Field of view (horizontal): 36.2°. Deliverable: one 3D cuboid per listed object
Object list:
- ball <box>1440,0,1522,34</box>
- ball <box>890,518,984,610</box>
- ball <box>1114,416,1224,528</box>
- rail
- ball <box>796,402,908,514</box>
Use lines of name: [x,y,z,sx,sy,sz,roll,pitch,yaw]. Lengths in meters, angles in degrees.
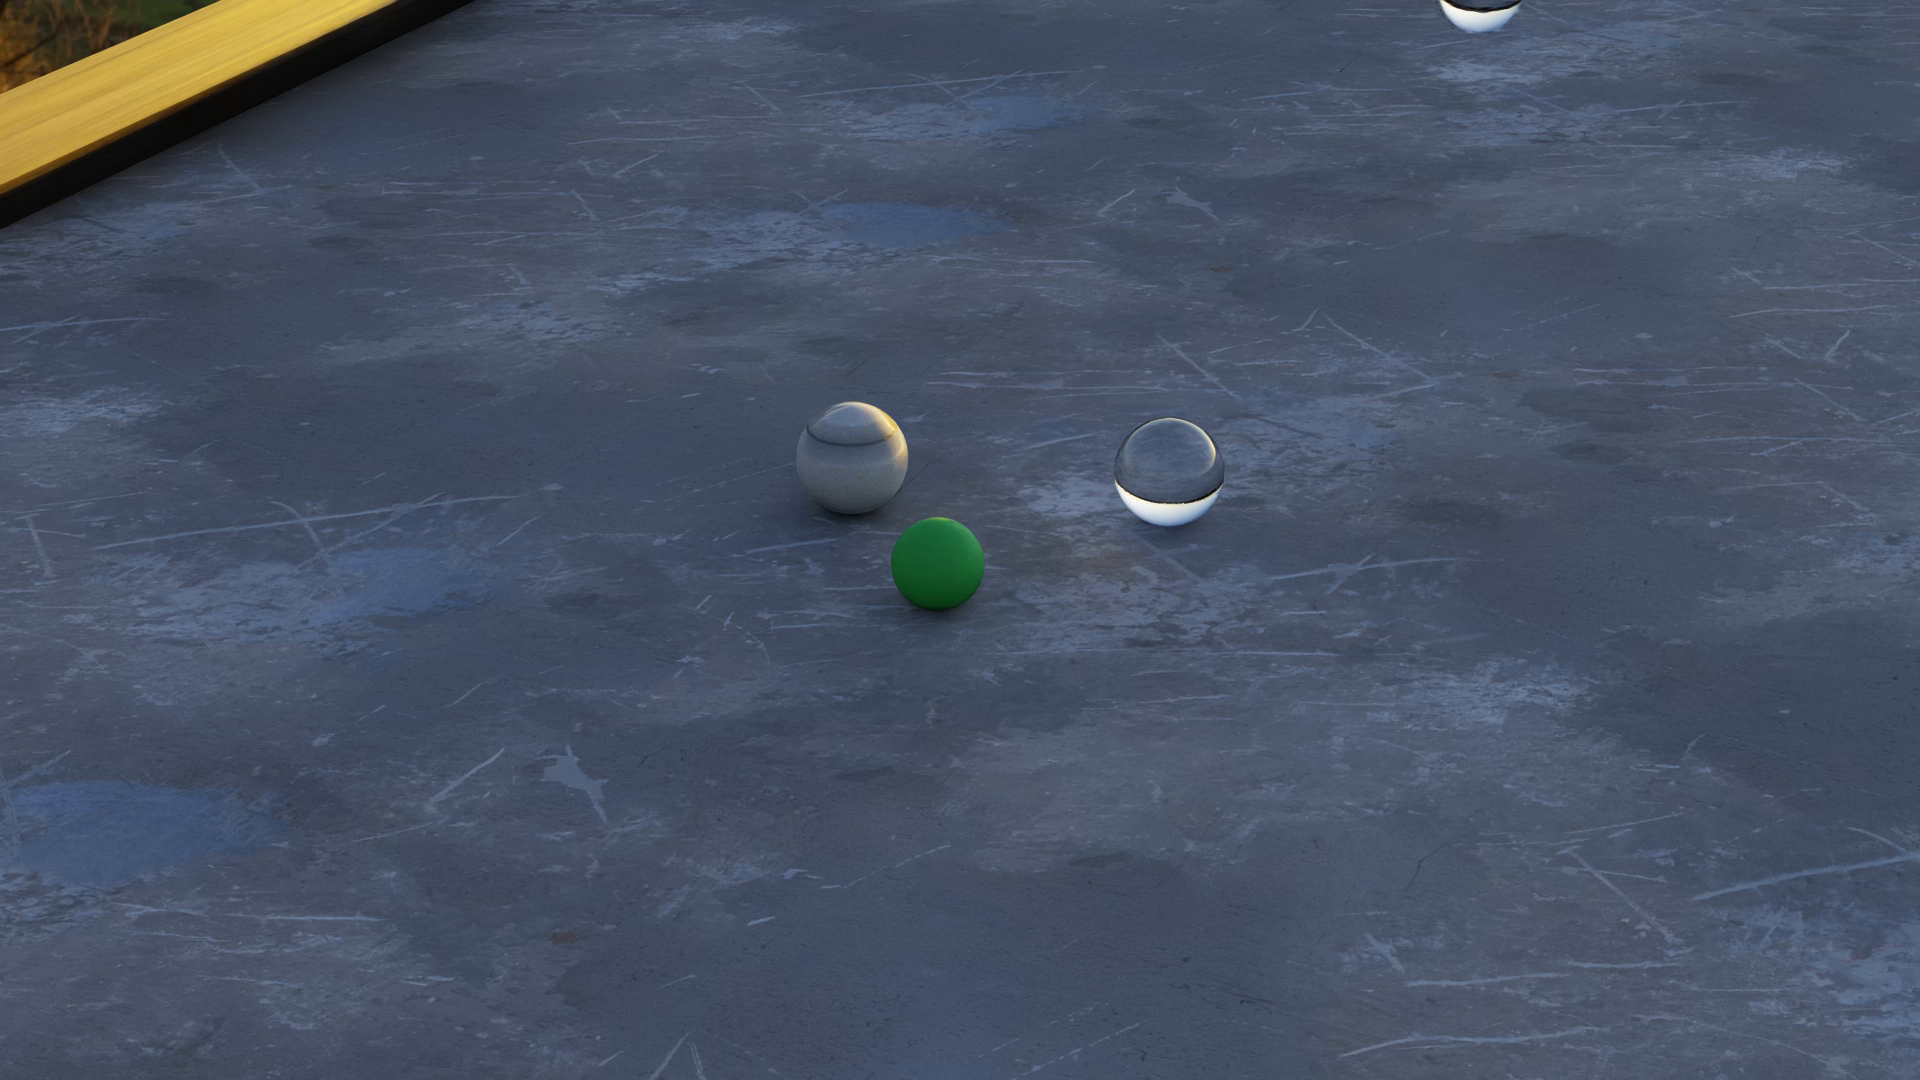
ball: [0.502,-0.528,2.834,0.080,0.080,0.080,0,26,0]
ball: [-0.013,0.014,1.769,0.056,0.056,0.056,0,26,0]
ball: [0.133,-0.043,1.869,0.070,0.070,0.070,0,26,0]
rail: [-0.523,-0.528,2.805,0.045,0.104,3.375,11,28,21]
ball: [-0.069,-0.053,1.886,0.072,0.072,0.072,0,26,0]
